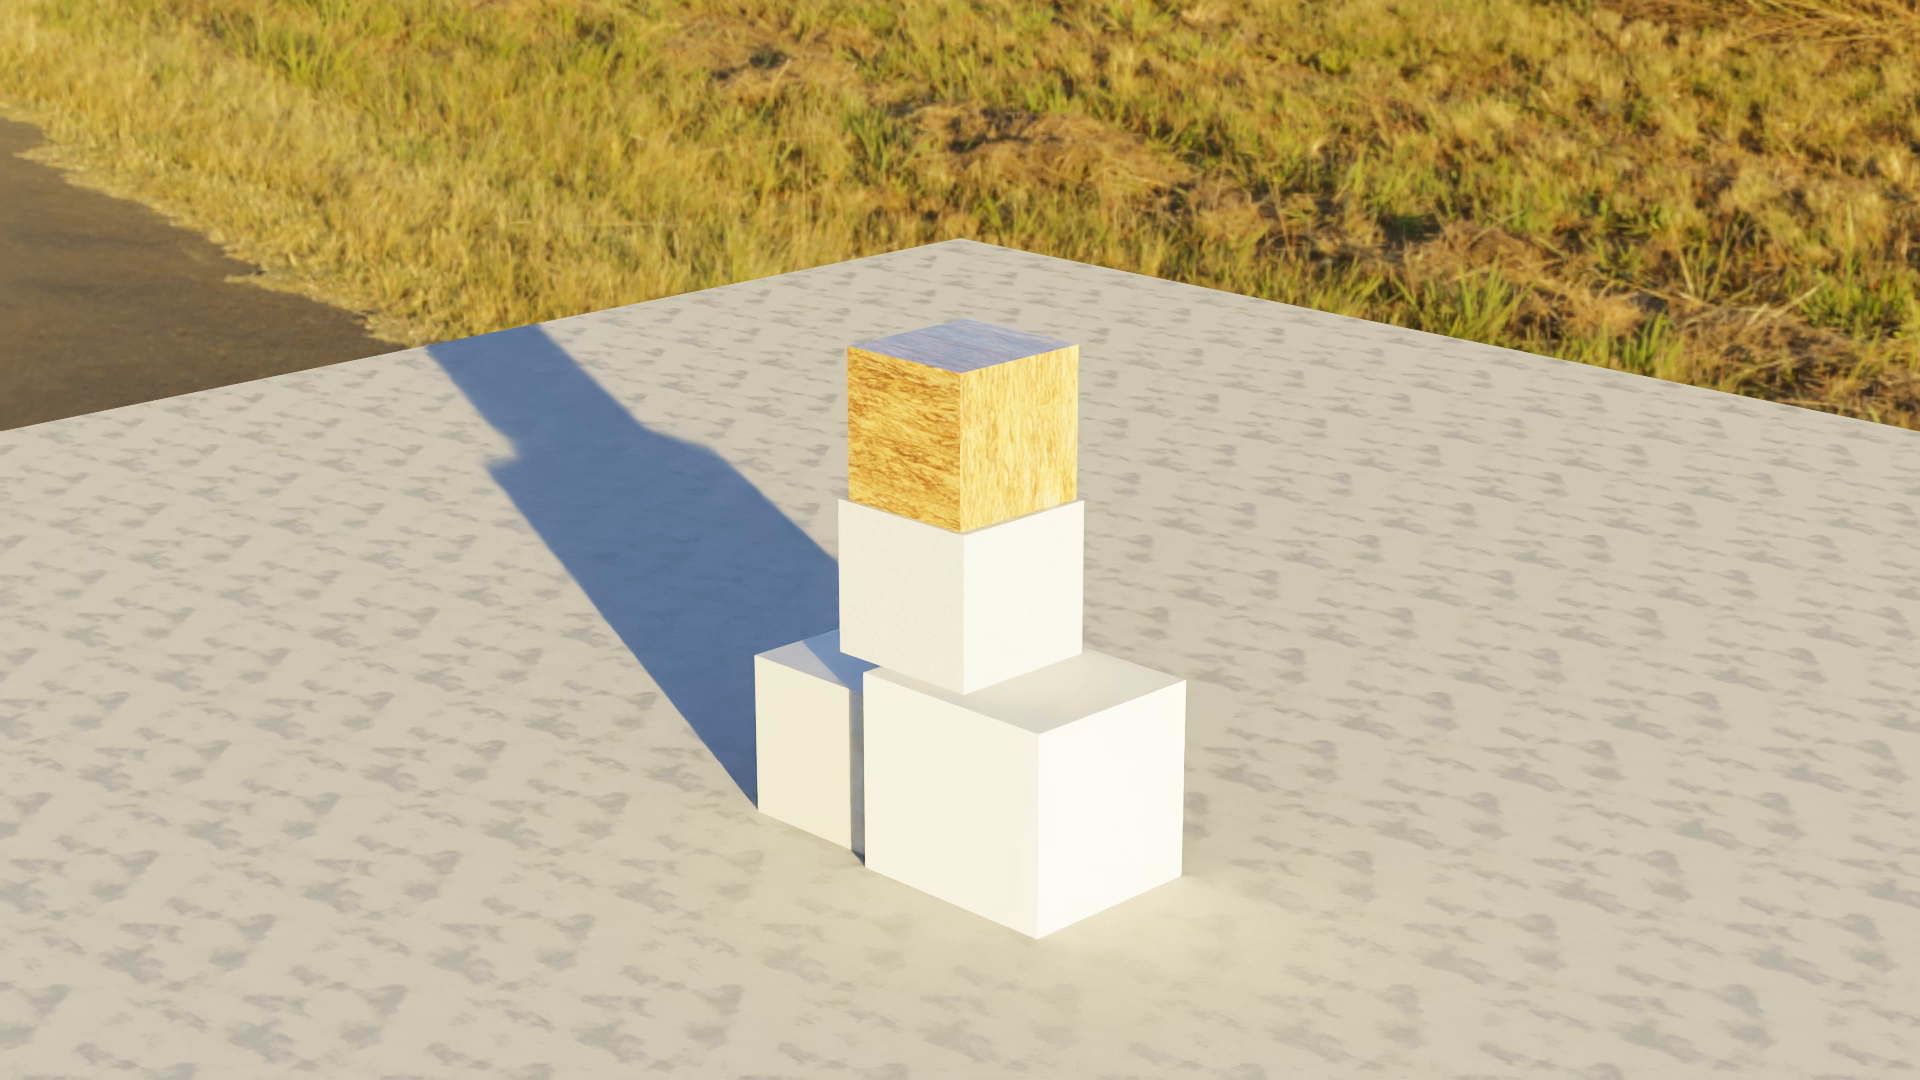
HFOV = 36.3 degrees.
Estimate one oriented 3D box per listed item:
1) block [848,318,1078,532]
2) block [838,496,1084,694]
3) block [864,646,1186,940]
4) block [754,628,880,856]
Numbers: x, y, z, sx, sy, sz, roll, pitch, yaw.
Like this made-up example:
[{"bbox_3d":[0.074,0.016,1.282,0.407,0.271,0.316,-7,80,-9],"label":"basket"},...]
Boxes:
[{"bbox_3d":[0.013,-0.527,13.190,0.745,0.716,0.713,-17,24,-42],"label":"block"},{"bbox_3d":[0.004,0.168,13.398,0.768,0.736,0.806,-17,24,-42],"label":"block"},{"bbox_3d":[0.289,1.069,13.349,0.957,0.955,1.095,-17,24,-42],"label":"block"},{"bbox_3d":[-0.385,0.930,14.049,0.827,0.800,0.842,-17,24,-42],"label":"block"}]
